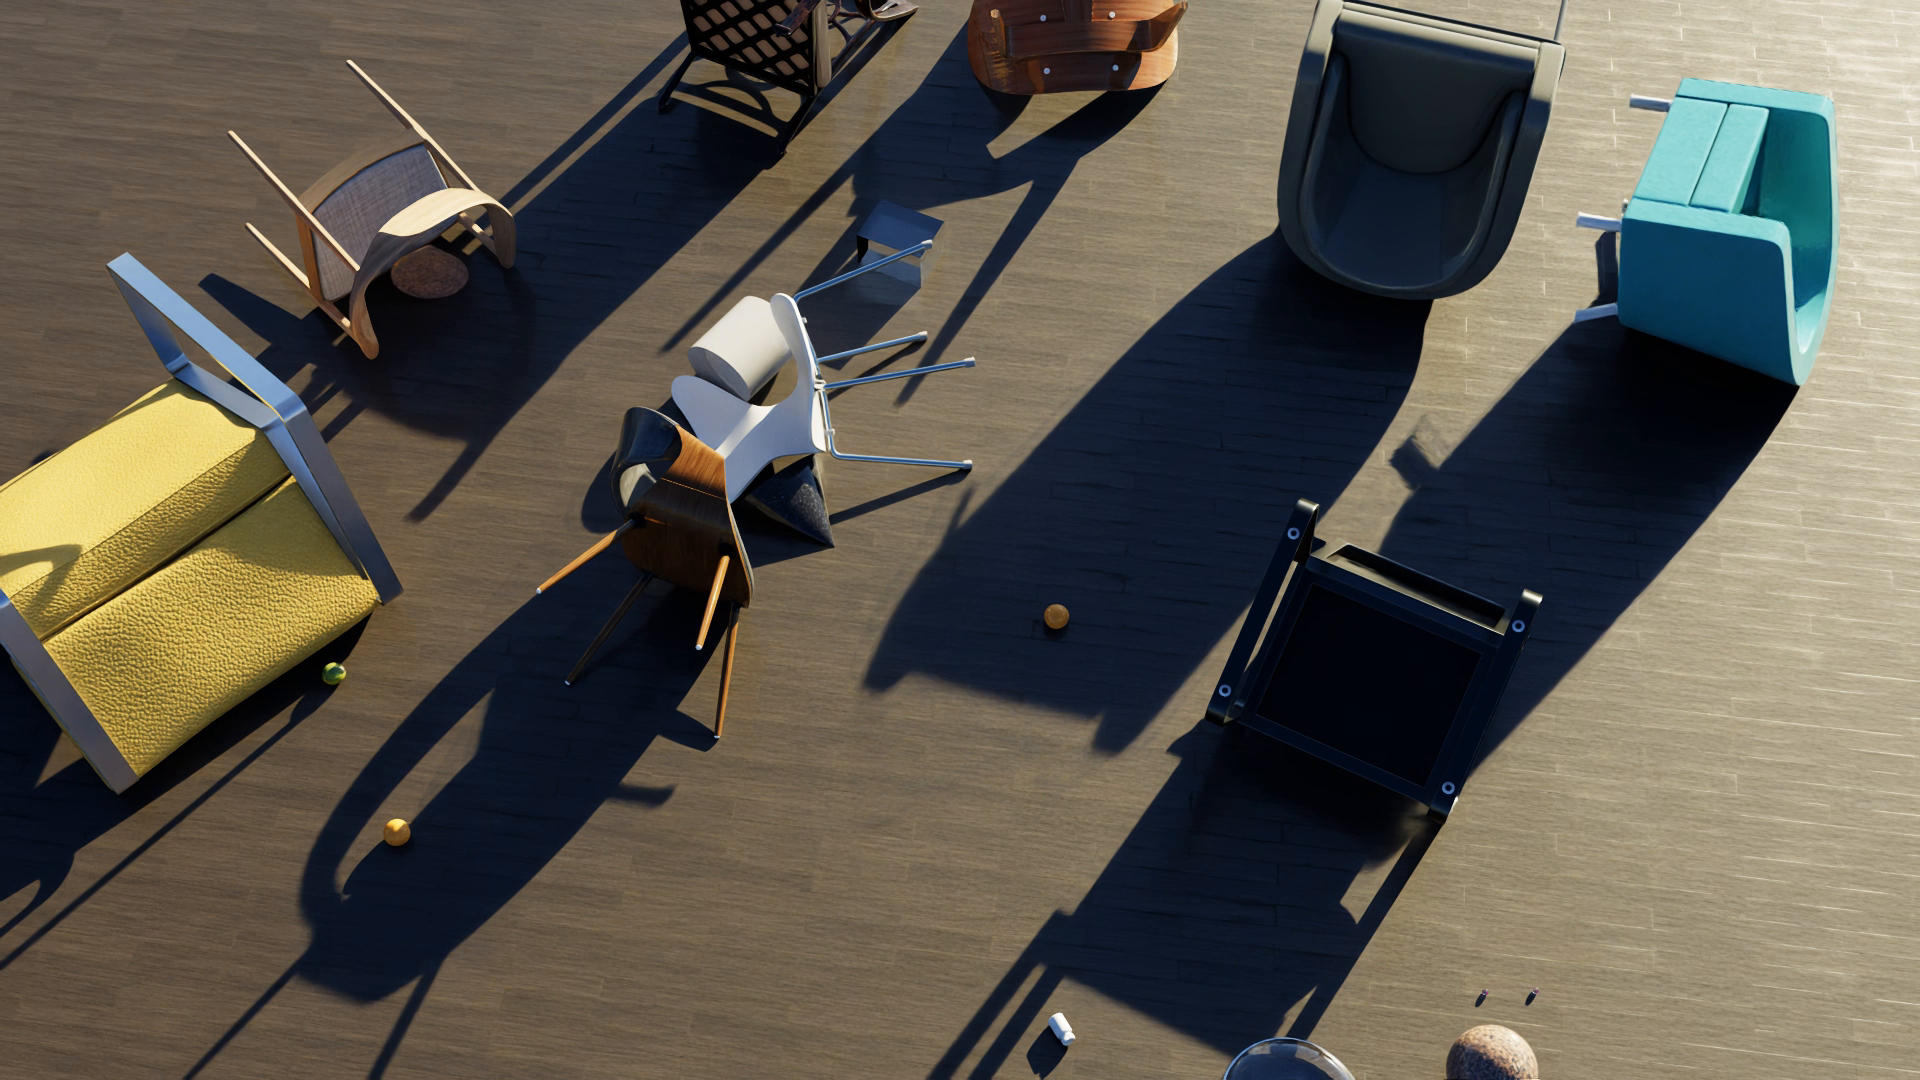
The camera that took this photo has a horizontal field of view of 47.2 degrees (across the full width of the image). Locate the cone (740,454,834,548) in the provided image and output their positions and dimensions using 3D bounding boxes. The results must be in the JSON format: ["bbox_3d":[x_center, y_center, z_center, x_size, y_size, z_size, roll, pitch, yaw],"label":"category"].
[{"bbox_3d":[-0.461,-0.078,6.590,0.297,0.123,0.277,-35,75,-25],"label":"cone"}]

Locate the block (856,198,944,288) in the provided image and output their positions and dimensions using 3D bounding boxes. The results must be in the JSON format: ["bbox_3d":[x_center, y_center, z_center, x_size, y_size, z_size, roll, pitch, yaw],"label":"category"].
[{"bbox_3d":[-0.191,-0.963,7.134,0.229,0.143,0.174,22,59,14],"label":"block"}]

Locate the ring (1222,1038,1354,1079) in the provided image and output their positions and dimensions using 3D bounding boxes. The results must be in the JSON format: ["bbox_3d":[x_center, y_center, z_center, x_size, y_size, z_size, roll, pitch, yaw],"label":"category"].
[{"bbox_3d":[0.838,1.442,5.540,0.370,0.113,0.397,-23,58,-15],"label":"ring"}]

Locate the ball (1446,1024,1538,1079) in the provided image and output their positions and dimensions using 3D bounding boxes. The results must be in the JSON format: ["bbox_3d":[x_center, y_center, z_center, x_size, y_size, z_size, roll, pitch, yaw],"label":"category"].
[{"bbox_3d":[1.340,1.337,5.540,0.227,0.227,0.227,0,56,0],"label":"ball"}]

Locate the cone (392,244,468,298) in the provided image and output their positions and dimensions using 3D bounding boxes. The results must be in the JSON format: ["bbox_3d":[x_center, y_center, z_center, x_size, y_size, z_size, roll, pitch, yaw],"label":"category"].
[{"bbox_3d":[-1.719,-0.912,7.137,0.242,0.172,0.223,-3,34,-11],"label":"cone"}]

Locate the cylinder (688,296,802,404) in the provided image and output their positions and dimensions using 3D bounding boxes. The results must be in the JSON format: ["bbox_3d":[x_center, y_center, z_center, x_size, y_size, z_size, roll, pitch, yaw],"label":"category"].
[{"bbox_3d":[-0.668,-0.593,6.845,0.255,0.211,0.253,30,61,24],"label":"cylinder"}]
